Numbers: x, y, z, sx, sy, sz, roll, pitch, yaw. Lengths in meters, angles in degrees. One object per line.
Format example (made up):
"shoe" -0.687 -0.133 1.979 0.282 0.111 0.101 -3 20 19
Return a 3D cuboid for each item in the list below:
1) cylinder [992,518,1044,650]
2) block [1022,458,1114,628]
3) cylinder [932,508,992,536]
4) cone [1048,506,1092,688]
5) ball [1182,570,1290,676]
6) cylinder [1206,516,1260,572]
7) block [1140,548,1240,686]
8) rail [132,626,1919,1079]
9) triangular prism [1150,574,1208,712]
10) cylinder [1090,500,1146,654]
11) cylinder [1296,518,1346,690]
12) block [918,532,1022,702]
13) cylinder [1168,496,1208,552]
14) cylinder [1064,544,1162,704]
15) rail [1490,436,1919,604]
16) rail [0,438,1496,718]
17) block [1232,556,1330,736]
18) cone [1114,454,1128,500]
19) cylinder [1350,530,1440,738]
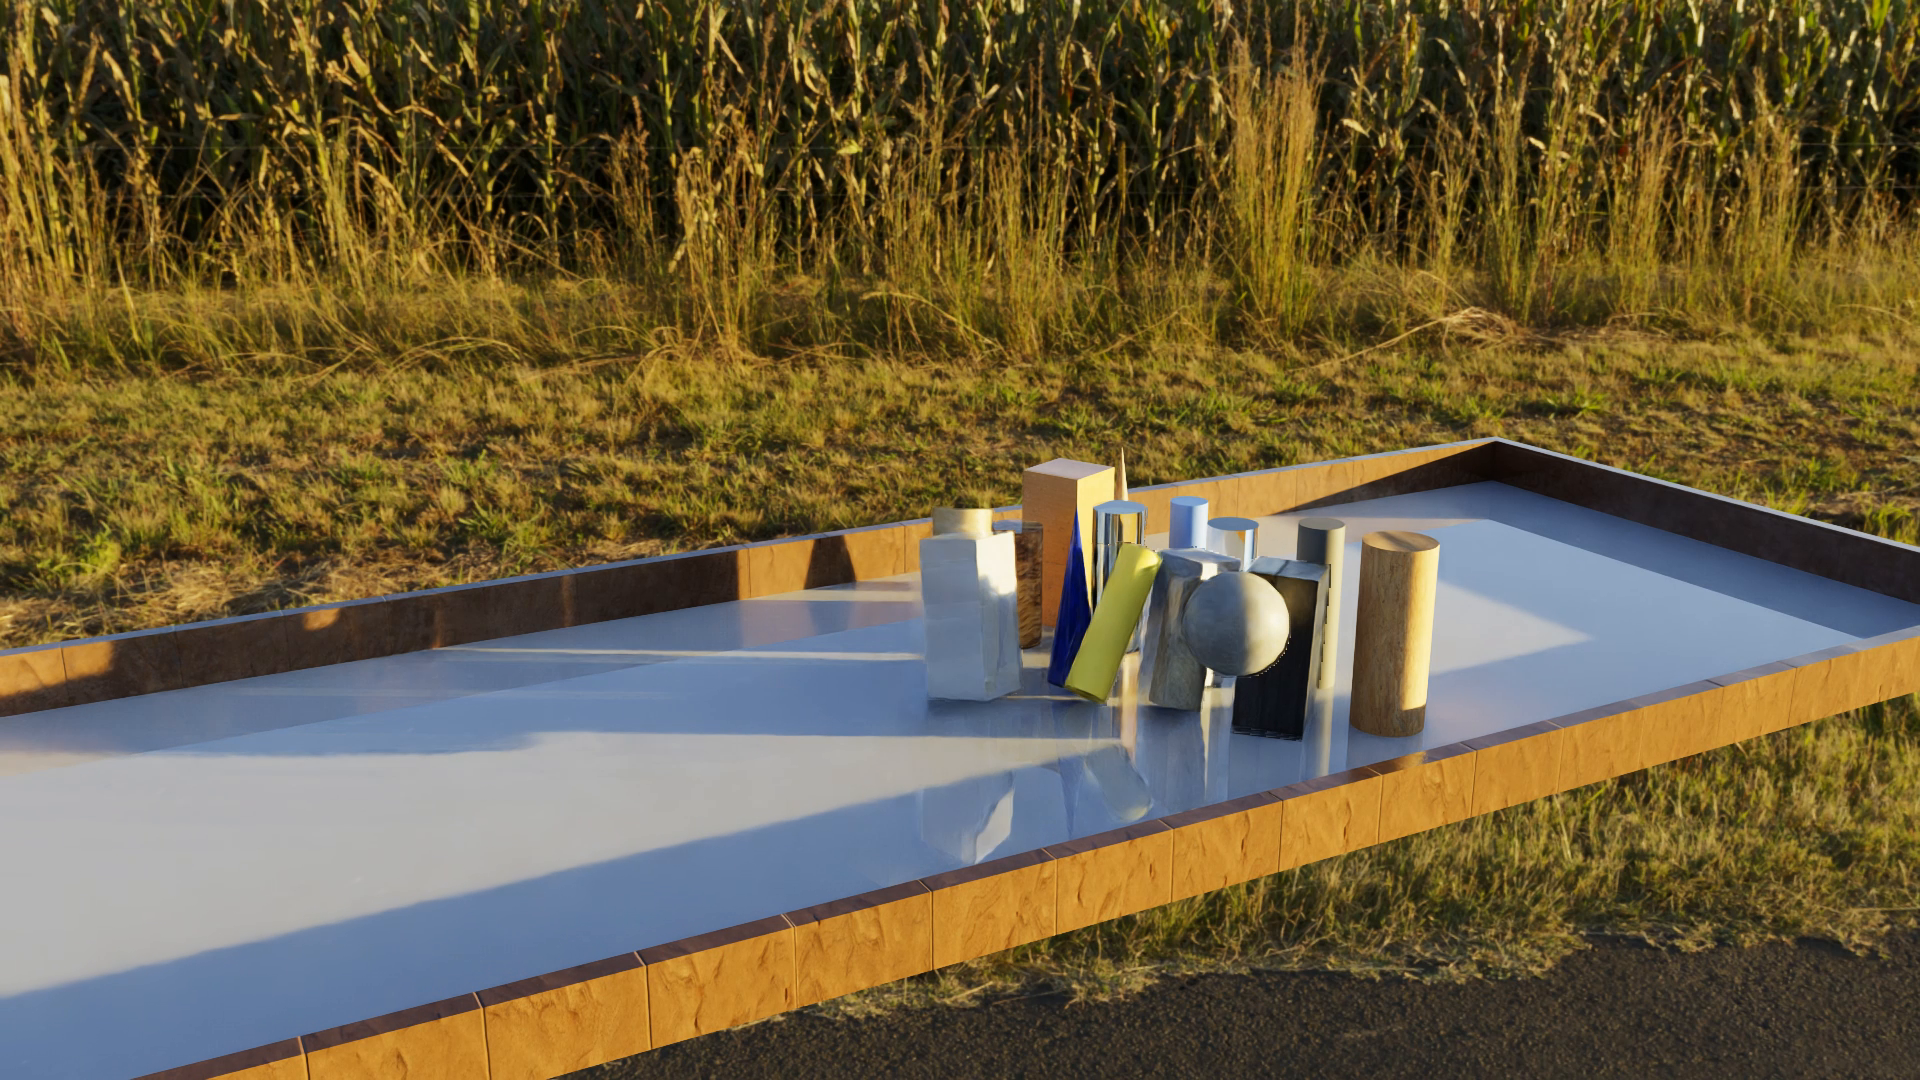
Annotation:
"cylinder" 0.150 0.117 4.389 0.139 0.321 0.139 0 16 0
"block" 0.296 0.011 4.557 0.180 0.429 0.180 12 20 36
"cylinder" -0.001 0.119 4.205 0.152 0.394 0.152 2 0 0
"cone" 0.286 0.131 4.098 0.132 0.457 0.132 0 16 0
"ball" 0.608 0.184 3.639 0.233 0.233 0.233 0 16 0
"cylinder" 0.709 0.122 4.332 0.135 0.342 0.135 0 16 0
"block" 0.573 0.193 4.104 0.146 0.315 0.146 -3 14 -43
"rail" -2.336 1.006 1.665 12.000 0.150 0.050 -9 18 -27
"triangular prism" 0.520 0.242 3.960 0.128 0.313 0.111 11 -1 -39
"cylinder" 0.414 0.098 4.342 0.139 0.383 0.139 0 16 0
"cylinder" 0.884 0.157 4.089 0.113 0.412 0.113 0 16 0
"block" 0.026 0.180 3.993 0.166 0.385 0.166 0 7 33
"cylinder" 0.630 0.053 4.580 0.103 0.335 0.103 0 16 0
"cylinder" 0.373 0.202 4.016 0.106 0.380 0.106 23 -12 5
"rail" 2.466 -0.048 5.253 0.050 0.150 2.100 -9 18 -27
"rail" -3.305 0.497 3.399 12.000 0.150 0.050 -9 18 -27
"block" 0.747 0.245 3.840 0.164 0.369 0.164 8 14 20
"cone" 0.467 -0.064 4.808 0.117 0.431 0.117 0 16 0
"cylinder" 1.005 0.217 3.825 0.171 0.447 0.171 0 16 0
